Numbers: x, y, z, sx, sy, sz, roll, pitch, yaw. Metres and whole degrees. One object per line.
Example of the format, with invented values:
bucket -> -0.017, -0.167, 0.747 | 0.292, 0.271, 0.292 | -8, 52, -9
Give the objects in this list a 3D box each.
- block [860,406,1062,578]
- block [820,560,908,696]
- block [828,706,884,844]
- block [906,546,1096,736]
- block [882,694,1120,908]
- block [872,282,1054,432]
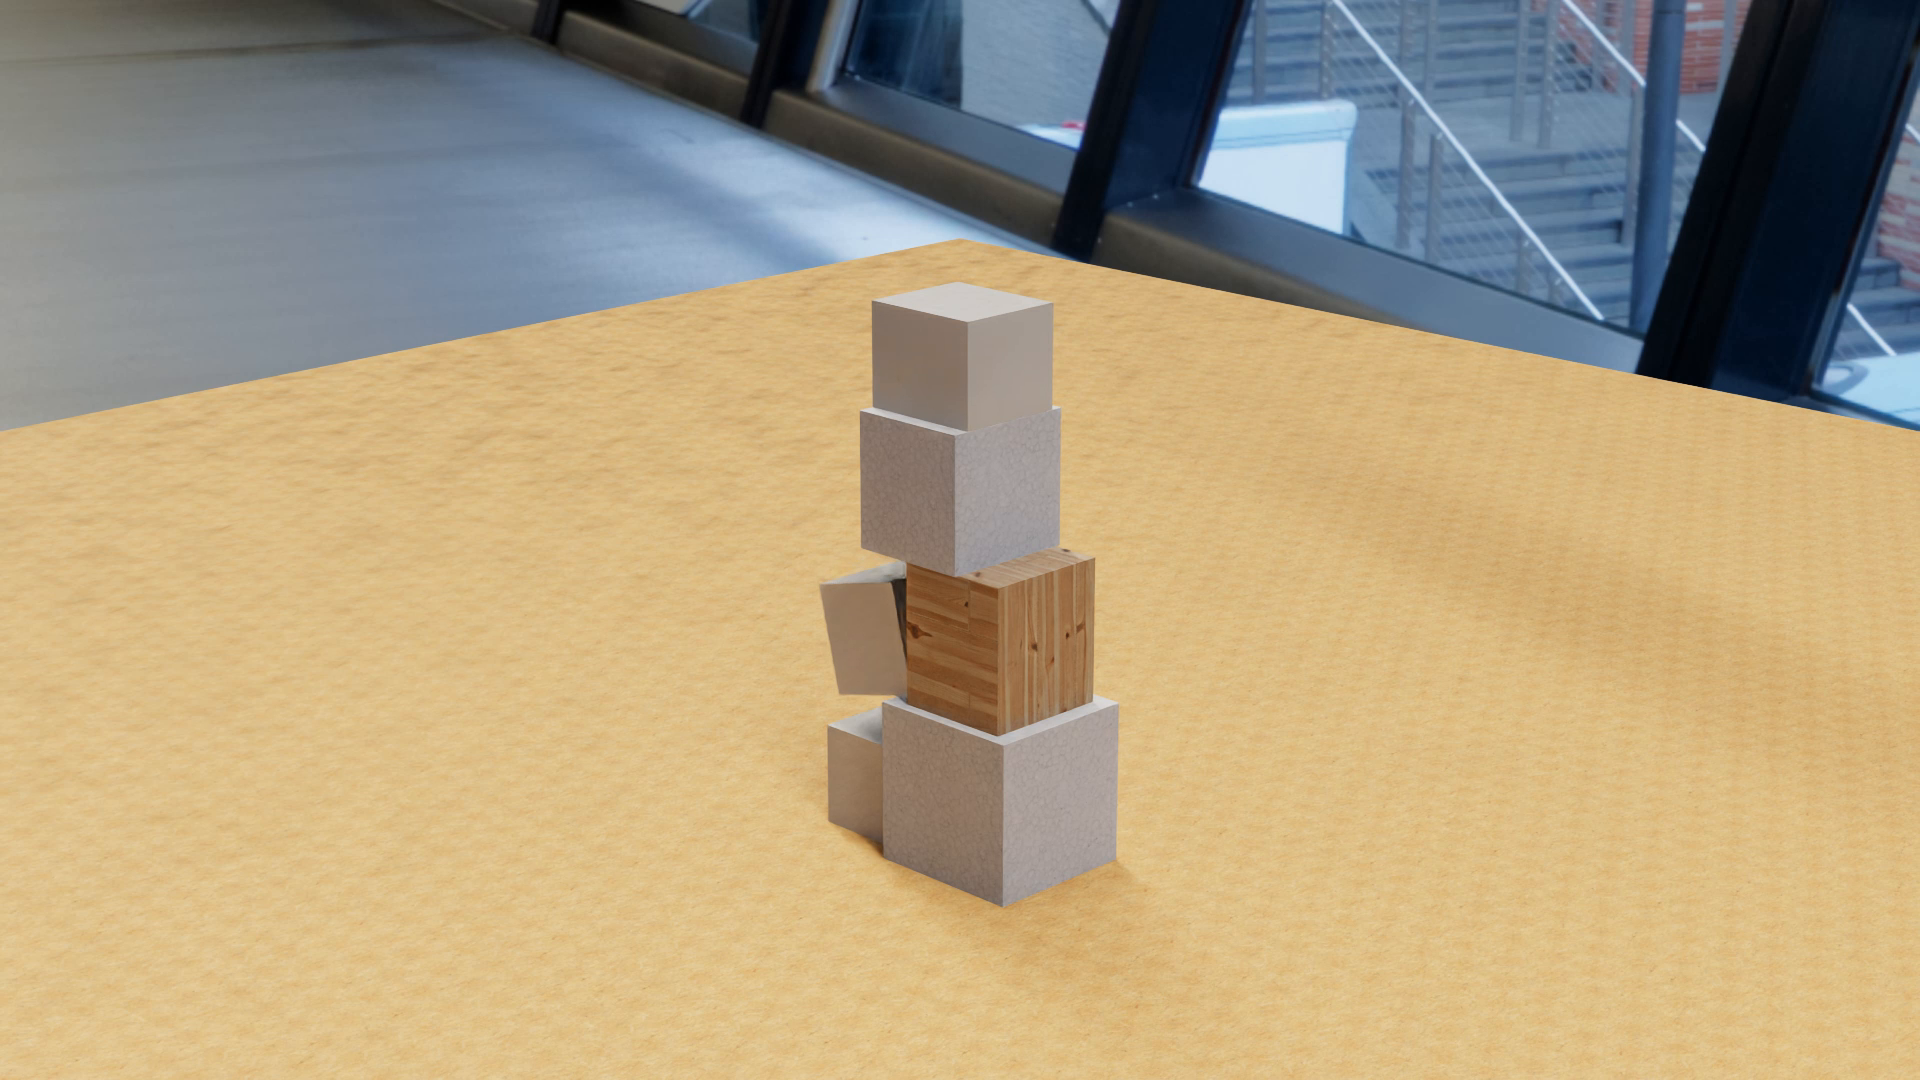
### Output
block -> 0.003, -0.280, 13.257 | 0.674, 0.648, 0.606 | -17, 24, -42
block -> -0.262, 0.408, 13.718 | 0.503, 0.534, 0.503 | -17, 10, -42
block -> -0.276, 1.110, 13.984 | 0.512, 0.496, 0.490 | -17, 24, -42
block -> 0.184, 0.414, 13.284 | 0.627, 0.692, 0.575 | -17, 24, -42
block -> 0.185, 1.111, 13.514 | 0.756, 0.776, 0.776 | -17, 24, -42
block -> 0.011, -0.826, 13.094 | 0.539, 0.492, 0.603 | -17, 24, -42
